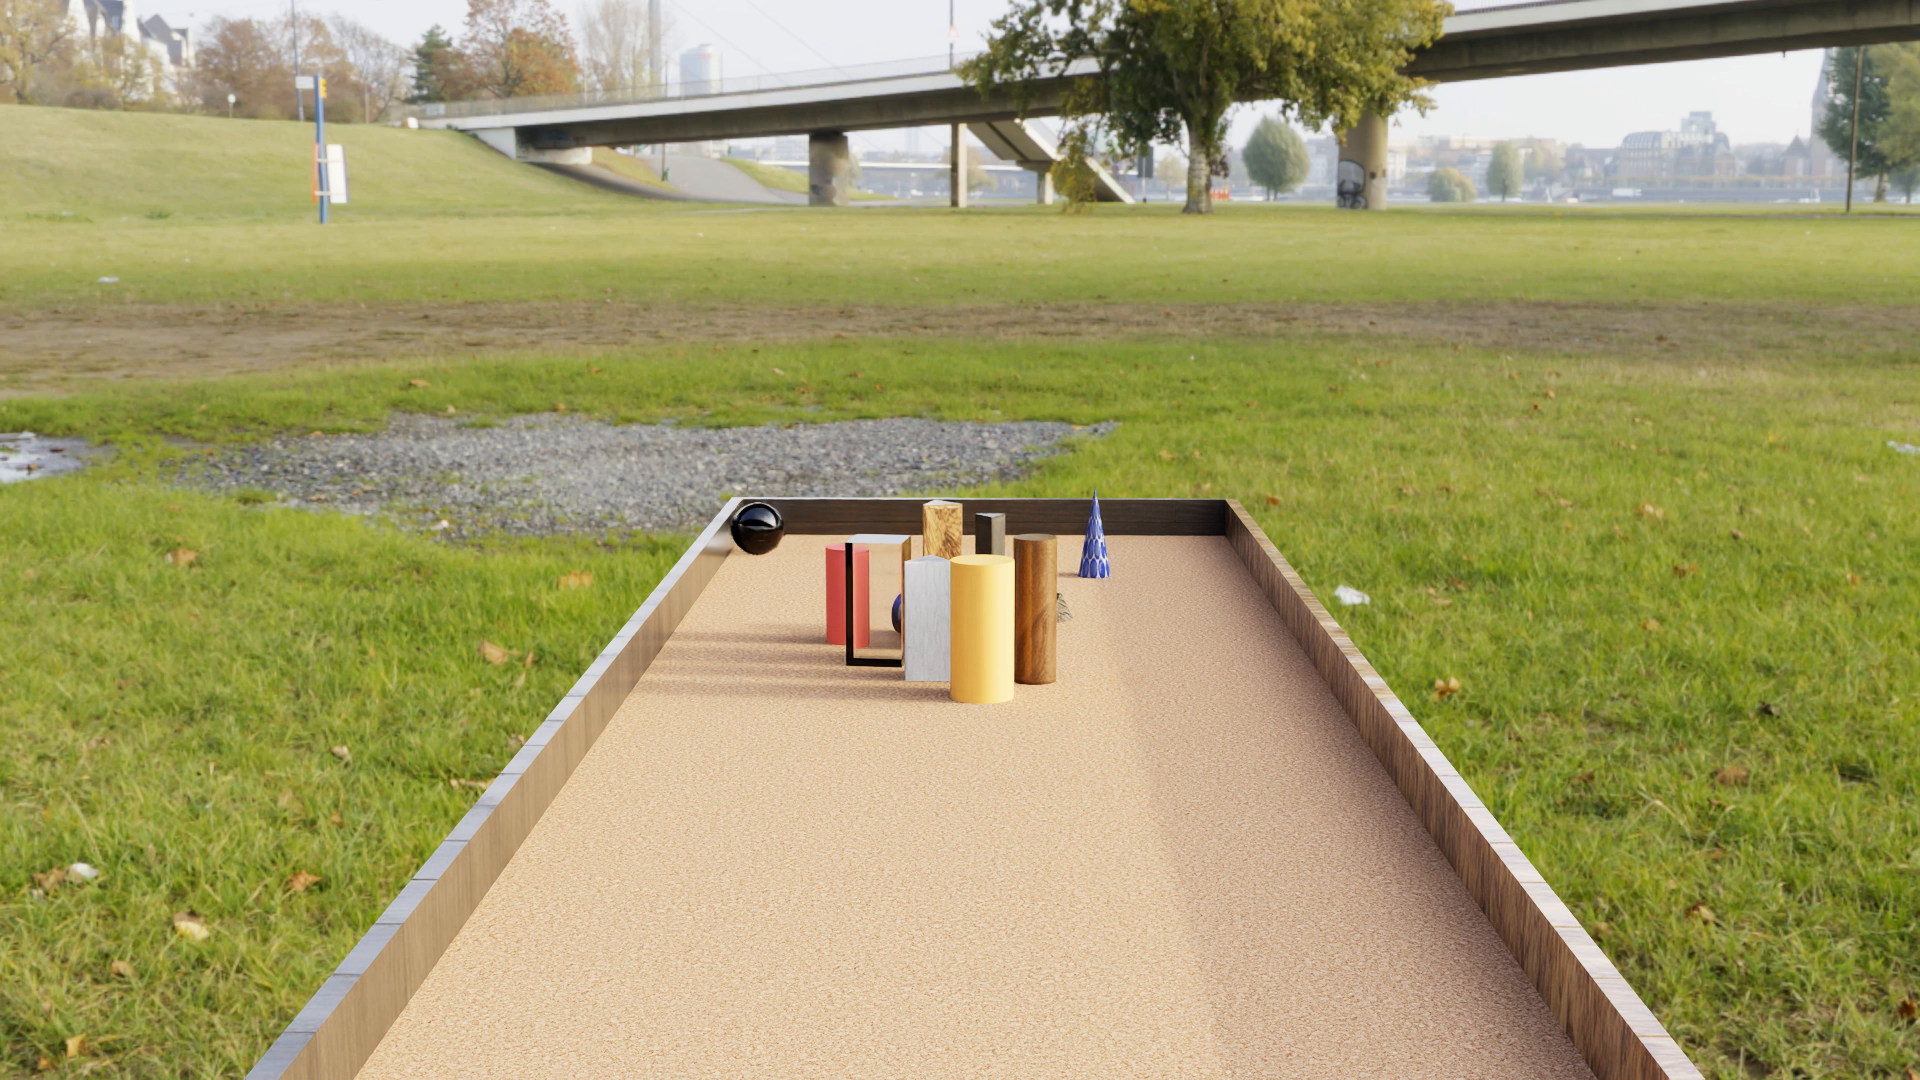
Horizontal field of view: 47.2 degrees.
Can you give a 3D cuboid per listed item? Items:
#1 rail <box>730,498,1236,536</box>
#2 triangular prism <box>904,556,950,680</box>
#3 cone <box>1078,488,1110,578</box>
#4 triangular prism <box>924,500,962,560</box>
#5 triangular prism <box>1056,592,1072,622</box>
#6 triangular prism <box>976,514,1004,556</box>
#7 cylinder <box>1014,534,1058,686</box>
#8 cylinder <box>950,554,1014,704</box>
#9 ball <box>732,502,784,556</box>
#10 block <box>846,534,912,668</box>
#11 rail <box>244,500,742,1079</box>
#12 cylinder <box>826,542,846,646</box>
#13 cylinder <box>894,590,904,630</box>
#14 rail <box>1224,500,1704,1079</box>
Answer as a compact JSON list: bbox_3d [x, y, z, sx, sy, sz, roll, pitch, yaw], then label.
[{"bbox_3d":[0.099,-0.098,9.147,2.100,0.150,0.050,0,9,1],"label":"rail"},{"bbox_3d":[-0.086,0.227,6.451,0.143,0.352,0.123,0,9,3],"label":"triangular prism"},{"bbox_3d":[0.499,-0.034,8.148,0.123,0.336,0.123,0,9,0],"label":"cone"},{"bbox_3d":[-0.065,0.103,6.930,0.124,0.448,0.107,-2,9,-12],"label":"triangular prism"},{"bbox_3d":[0.215,0.201,7.422,0.110,0.095,0.373,-8,12,-39],"label":"triangular prism"},{"bbox_3d":[0.104,0.141,6.705,0.078,0.443,0.090,-6,11,-34],"label":"triangular prism"},{"bbox_3d":[0.218,0.201,6.390,0.127,0.424,0.127,0,9,0],"label":"cylinder"},{"bbox_3d":[0.062,0.249,6.187,0.180,0.392,0.180,0,9,0],"label":"cylinder"},{"bbox_3d":[-0.793,-0.045,8.629,0.207,0.207,0.207,0,9,0],"label":"ball"},{"bbox_3d":[-0.246,0.182,6.661,0.170,0.376,0.170,1,9,9],"label":"block"},{"bbox_3d":[-1.004,0.839,3.234,0.050,0.150,12.000,0,9,1],"label":"rail"},{"bbox_3d":[-0.350,0.170,6.967,0.149,0.303,0.149,0,9,0],"label":"cylinder"},{"bbox_3d":[-0.034,0.240,7.062,0.334,0.135,0.135,6,11,32],"label":"cylinder"},{"bbox_3d":[1.046,0.843,3.208,0.050,0.150,12.000,0,9,1],"label":"rail"}]
